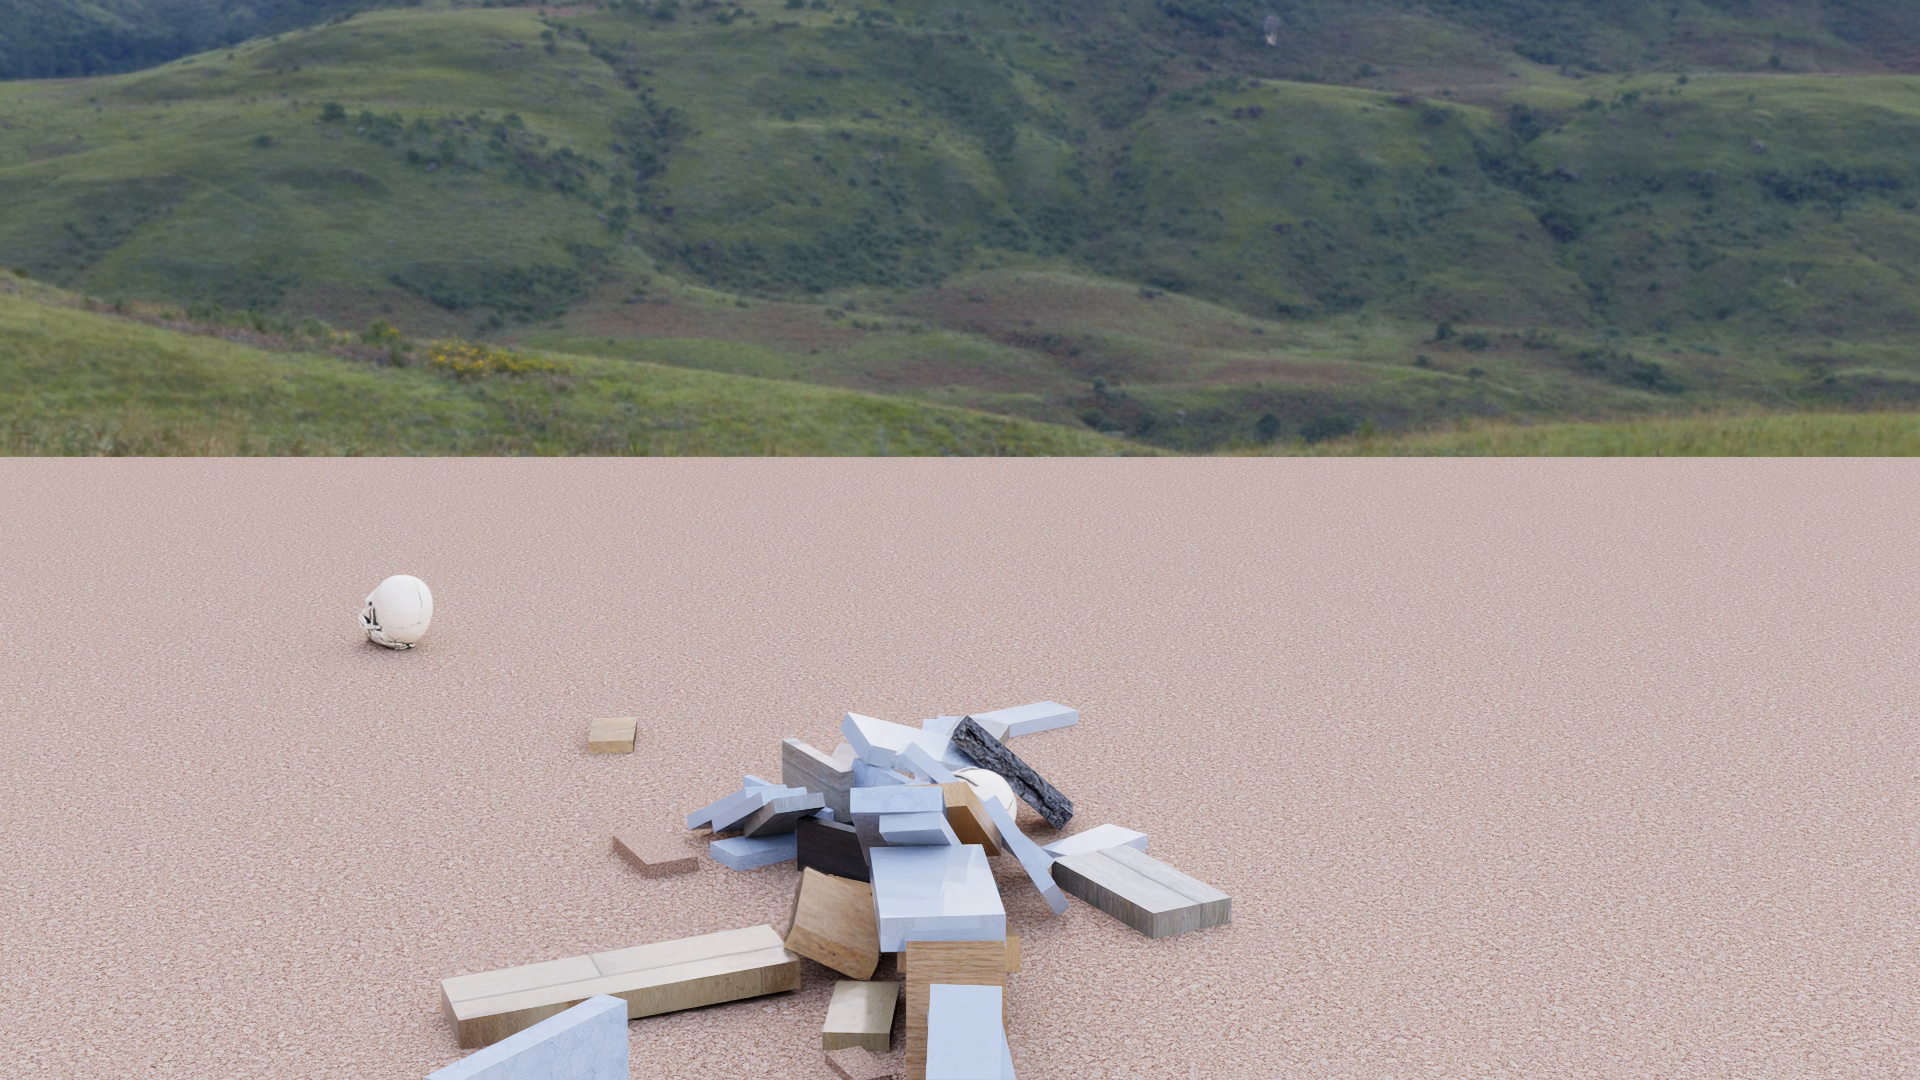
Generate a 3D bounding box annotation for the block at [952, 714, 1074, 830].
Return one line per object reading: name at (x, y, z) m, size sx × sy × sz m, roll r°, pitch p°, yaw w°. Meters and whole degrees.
block at (0.097, 0.423, 4.008) m, size 0.256 × 0.036 × 0.128 m, roll 40°, pitch 4°, yaw 0°

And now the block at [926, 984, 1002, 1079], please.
block at (0.005, 0.651, 2.797) m, size 0.093 × 0.026 × 0.186 m, roll 1°, pitch 42°, yaw 1°

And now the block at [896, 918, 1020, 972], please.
block at (-0.007, 0.593, 3.228) m, size 0.171 × 0.048 × 0.342 m, roll 0°, pitch -5°, yaw -2°

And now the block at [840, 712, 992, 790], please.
block at (-0.078, 0.381, 3.959) m, size 0.256 × 0.036 × 0.128 m, roll 16°, pitch 16°, yaw -28°

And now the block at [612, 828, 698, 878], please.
block at (-0.533, 0.545, 3.838) m, size 0.091 × 0.026 × 0.183 m, roll -5°, pitch 12°, yaw -27°

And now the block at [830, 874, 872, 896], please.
block at (-0.188, 0.583, 3.666) m, size 0.109 × 0.015 × 0.054 m, roll 7°, pitch 12°, yaw 32°

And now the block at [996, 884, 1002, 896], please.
block at (0.027, 0.577, 3.696) m, size 0.054 × 0.015 × 0.109 m, roll -3°, pitch 11°, yaw -17°

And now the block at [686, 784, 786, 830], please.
block at (-0.399, 0.478, 3.932) m, size 0.092 × 0.026 × 0.184 m, roll 1°, pitch -22°, yaw -43°

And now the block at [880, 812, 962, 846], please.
block at (-0.057, 0.458, 3.356) m, size 0.094 × 0.027 × 0.187 m, roll -5°, pitch -25°, yaw 10°

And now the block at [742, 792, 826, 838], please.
block at (-0.306, 0.478, 3.816) m, size 0.091 × 0.026 × 0.182 m, roll -5°, pitch -18°, yaw -25°

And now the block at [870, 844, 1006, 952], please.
block at (-0.037, 0.512, 3.165) m, size 0.171 × 0.048 × 0.342 m, roll -1°, pitch 8°, yaw -5°

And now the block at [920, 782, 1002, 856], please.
block at (-0.028, 0.452, 3.513) m, size 0.137 × 0.039 × 0.274 m, roll -6°, pitch -25°, yaw 11°

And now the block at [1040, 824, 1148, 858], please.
block at (0.236, 0.541, 3.862) m, size 0.092 × 0.026 × 0.184 m, roll 10°, pitch 14°, yaw 42°

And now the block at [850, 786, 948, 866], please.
block at (-0.088, 0.444, 3.403) m, size 0.137 × 0.039 × 0.275 m, roll -1°, pitch -25°, yaw 3°

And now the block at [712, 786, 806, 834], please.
block at (-0.352, 0.475, 3.861) m, size 0.091 × 0.026 × 0.182 m, roll -1°, pitch -21°, yaw -37°

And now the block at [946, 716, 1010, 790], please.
block at (0.012, 0.397, 4.126) m, size 0.102 × 0.029 × 0.204 m, roll 8°, pitch 26°, yaw 18°

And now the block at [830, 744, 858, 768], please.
block at (-0.206, 0.447, 4.362) m, size 0.102 × 0.029 × 0.204 m, roll 1°, pitch 11°, yaw 6°

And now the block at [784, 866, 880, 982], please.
block at (-0.192, 0.591, 3.394) m, size 0.137 × 0.039 × 0.275 m, roll 25°, pitch 8°, yaw -4°

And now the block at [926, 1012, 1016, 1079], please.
block at (0.020, 0.679, 2.805) m, size 0.093 × 0.026 × 0.186 m, roll -7°, pitch 43°, yaw -8°

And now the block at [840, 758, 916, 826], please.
block at (-0.110, 0.487, 3.791) m, size 0.043 × 0.152 × 0.303 m, roll 14°, pitch 2°, yaw -33°

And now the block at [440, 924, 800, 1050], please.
block at (-0.492, 0.646, 3.201) m, size 0.495 × 0.043 × 0.153 m, roll -6°, pitch 13°, yaw -22°

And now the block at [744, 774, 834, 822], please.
block at (-0.308, 0.478, 3.931) m, size 0.223 × 0.054 × 0.015 m, roll 16°, pitch 20°, yaw 41°

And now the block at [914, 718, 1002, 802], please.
block at (-0.004, 0.431, 4.139) m, size 0.152 × 0.043 × 0.303 m, roll 1°, pitch 24°, yaw 3°

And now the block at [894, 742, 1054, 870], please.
block at (0.023, 0.453, 3.722) m, size 0.313 × 0.026 × 0.092 m, roll 40°, pitch -14°, yaw -3°

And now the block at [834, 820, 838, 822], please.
block at (-0.276, 0.500, 4.057) m, size 0.256 × 0.036 × 0.128 m, roll -8°, pitch 13°, yaw -37°

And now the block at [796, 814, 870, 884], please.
block at (-0.180, 0.534, 3.715) m, size 0.231 × 0.094 × 0.027 m, roll 8°, pitch 13°, yaw 37°

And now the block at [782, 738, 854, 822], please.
block at (-0.256, 0.429, 3.946) m, size 0.026 × 0.091 × 0.242 m, roll -6°, pitch 12°, yaw -29°

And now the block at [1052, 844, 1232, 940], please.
block at (0.295, 0.577, 3.623) m, size 0.152 × 0.043 × 0.303 m, roll -6°, pitch 12°, yaw -29°

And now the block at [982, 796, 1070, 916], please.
block at (0.108, 0.513, 3.583) m, size 0.028 × 0.097 × 0.194 m, roll -34°, pitch 54°, yaw -3°

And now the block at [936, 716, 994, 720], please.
block at (-0.007, 0.401, 4.421) m, size 0.114 × 0.032 × 0.228 m, roll 2°, pitch 11°, yaw 10°

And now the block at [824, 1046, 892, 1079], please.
block at (-0.137, 0.713, 2.967) m, size 0.052 × 0.015 × 0.104 m, roll -5°, pitch 12°, yaw -26°

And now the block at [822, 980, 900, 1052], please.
block at (-0.139, 0.677, 3.131) m, size 0.093 × 0.026 × 0.186 m, roll 1°, pitch 11°, yaw 3°

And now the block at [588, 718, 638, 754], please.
block at (-0.723, 0.407, 4.585) m, size 0.091 × 0.026 × 0.183 m, roll -1°, pitch 11°, yaw -6°

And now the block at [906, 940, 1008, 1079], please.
block at (-0.004, 0.645, 2.889) m, size 0.133 × 0.038 × 0.265 m, roll 0°, pitch 42°, yaw -1°

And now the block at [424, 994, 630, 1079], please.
block at (-0.530, 0.688, 2.723) m, size 0.043 × 0.153 × 0.307 m, roll 7°, pitch 13°, yaw 33°

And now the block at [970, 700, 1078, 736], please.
block at (0.107, 0.388, 4.678) m, size 0.291 × 0.029 × 0.102 m, roll -8°, pitch 13°, yaw -35°

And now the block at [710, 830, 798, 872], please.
block at (-0.334, 0.540, 3.867) m, size 0.187 × 0.027 × 0.094 m, roll -7°, pitch 13°, yaw -35°

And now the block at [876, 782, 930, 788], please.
block at (-0.068, 0.439, 3.562) m, size 0.097 × 0.028 × 0.194 m, roll -8°, pitch -26°, yaw 15°
